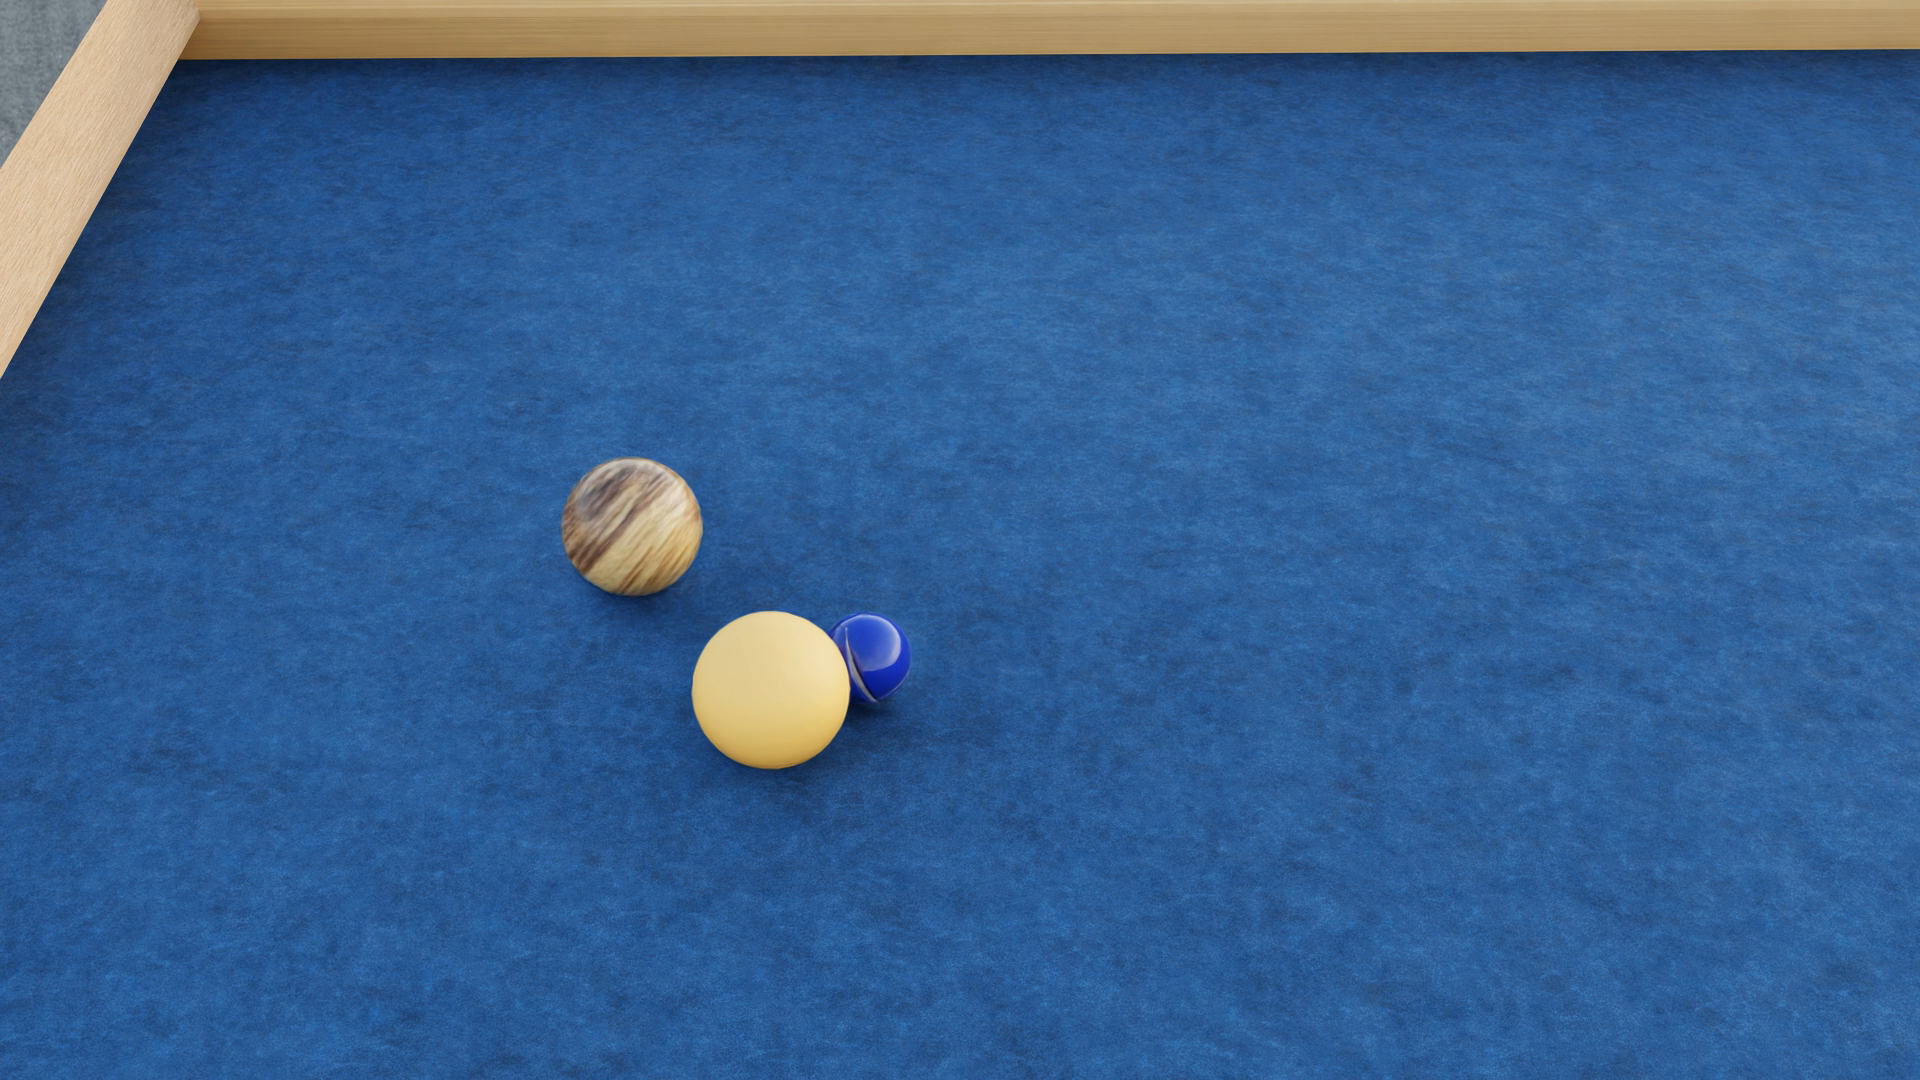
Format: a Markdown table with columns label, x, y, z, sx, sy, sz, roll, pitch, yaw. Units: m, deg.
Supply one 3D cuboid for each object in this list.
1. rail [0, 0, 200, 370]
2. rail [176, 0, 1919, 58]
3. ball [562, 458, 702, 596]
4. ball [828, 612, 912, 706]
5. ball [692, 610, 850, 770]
| label | x | y | z | sx | sy | sz | roll | pitch | yaw |
| --- | --- | --- | --- | --- | --- | --- | --- | --- | --- |
| rail | -0.728 | -0.008 | 1.729 | 0.045 | 0.129 | 1.788 | 0 | 35 | -1 |
| rail | 0.739 | -0.521 | 2.458 | 3.008 | 0.129 | 0.045 | 0 | 35 | -1 |
| ball | -0.225 | -0.009 | 1.761 | 0.096 | 0.096 | 0.096 | 0 | 35 | 0 |
| ball | -0.061 | 0.077 | 1.670 | 0.060 | 0.060 | 0.060 | 0 | 35 | 0 |
| ball | -0.119 | 0.094 | 1.612 | 0.099 | 0.099 | 0.099 | 0 | 35 | 0 |
